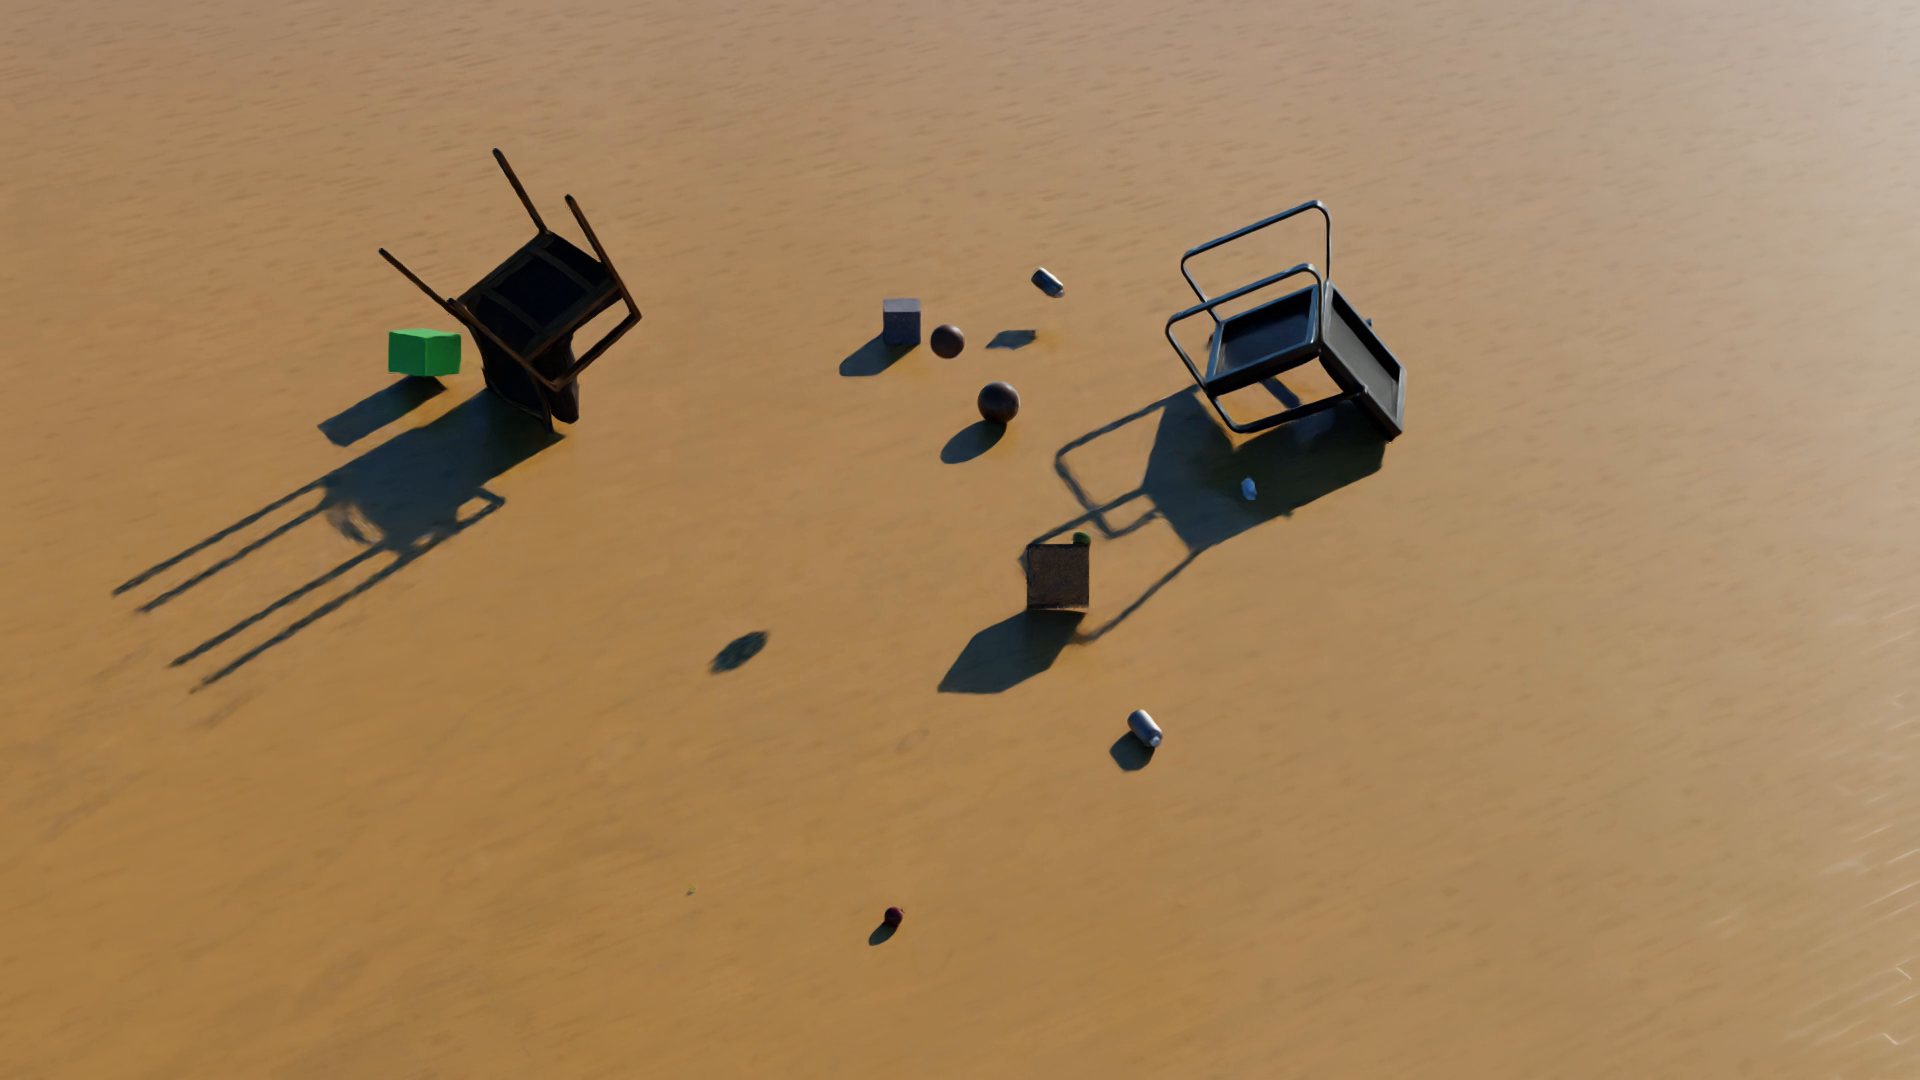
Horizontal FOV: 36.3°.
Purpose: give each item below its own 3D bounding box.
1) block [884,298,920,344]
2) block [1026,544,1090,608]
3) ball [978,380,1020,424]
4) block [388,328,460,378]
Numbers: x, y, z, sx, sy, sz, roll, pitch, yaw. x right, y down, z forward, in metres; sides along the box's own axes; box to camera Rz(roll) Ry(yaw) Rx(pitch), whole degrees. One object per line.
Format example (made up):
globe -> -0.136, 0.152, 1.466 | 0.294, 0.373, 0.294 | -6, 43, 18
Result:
block -> -0.242, -0.909, 12.185 | 0.150, 0.153, 0.112 | -1, 33, -2
block -> 0.353, 0.129, 10.485 | 0.220, 0.218, 0.180 | 0, -6, 3
ball -> 0.154, -0.544, 11.615 | 0.171, 0.171, 0.171 | 0, 33, 0
block -> -2.166, -0.758, 11.865 | 0.204, 0.160, 0.197 | 11, 13, 35
